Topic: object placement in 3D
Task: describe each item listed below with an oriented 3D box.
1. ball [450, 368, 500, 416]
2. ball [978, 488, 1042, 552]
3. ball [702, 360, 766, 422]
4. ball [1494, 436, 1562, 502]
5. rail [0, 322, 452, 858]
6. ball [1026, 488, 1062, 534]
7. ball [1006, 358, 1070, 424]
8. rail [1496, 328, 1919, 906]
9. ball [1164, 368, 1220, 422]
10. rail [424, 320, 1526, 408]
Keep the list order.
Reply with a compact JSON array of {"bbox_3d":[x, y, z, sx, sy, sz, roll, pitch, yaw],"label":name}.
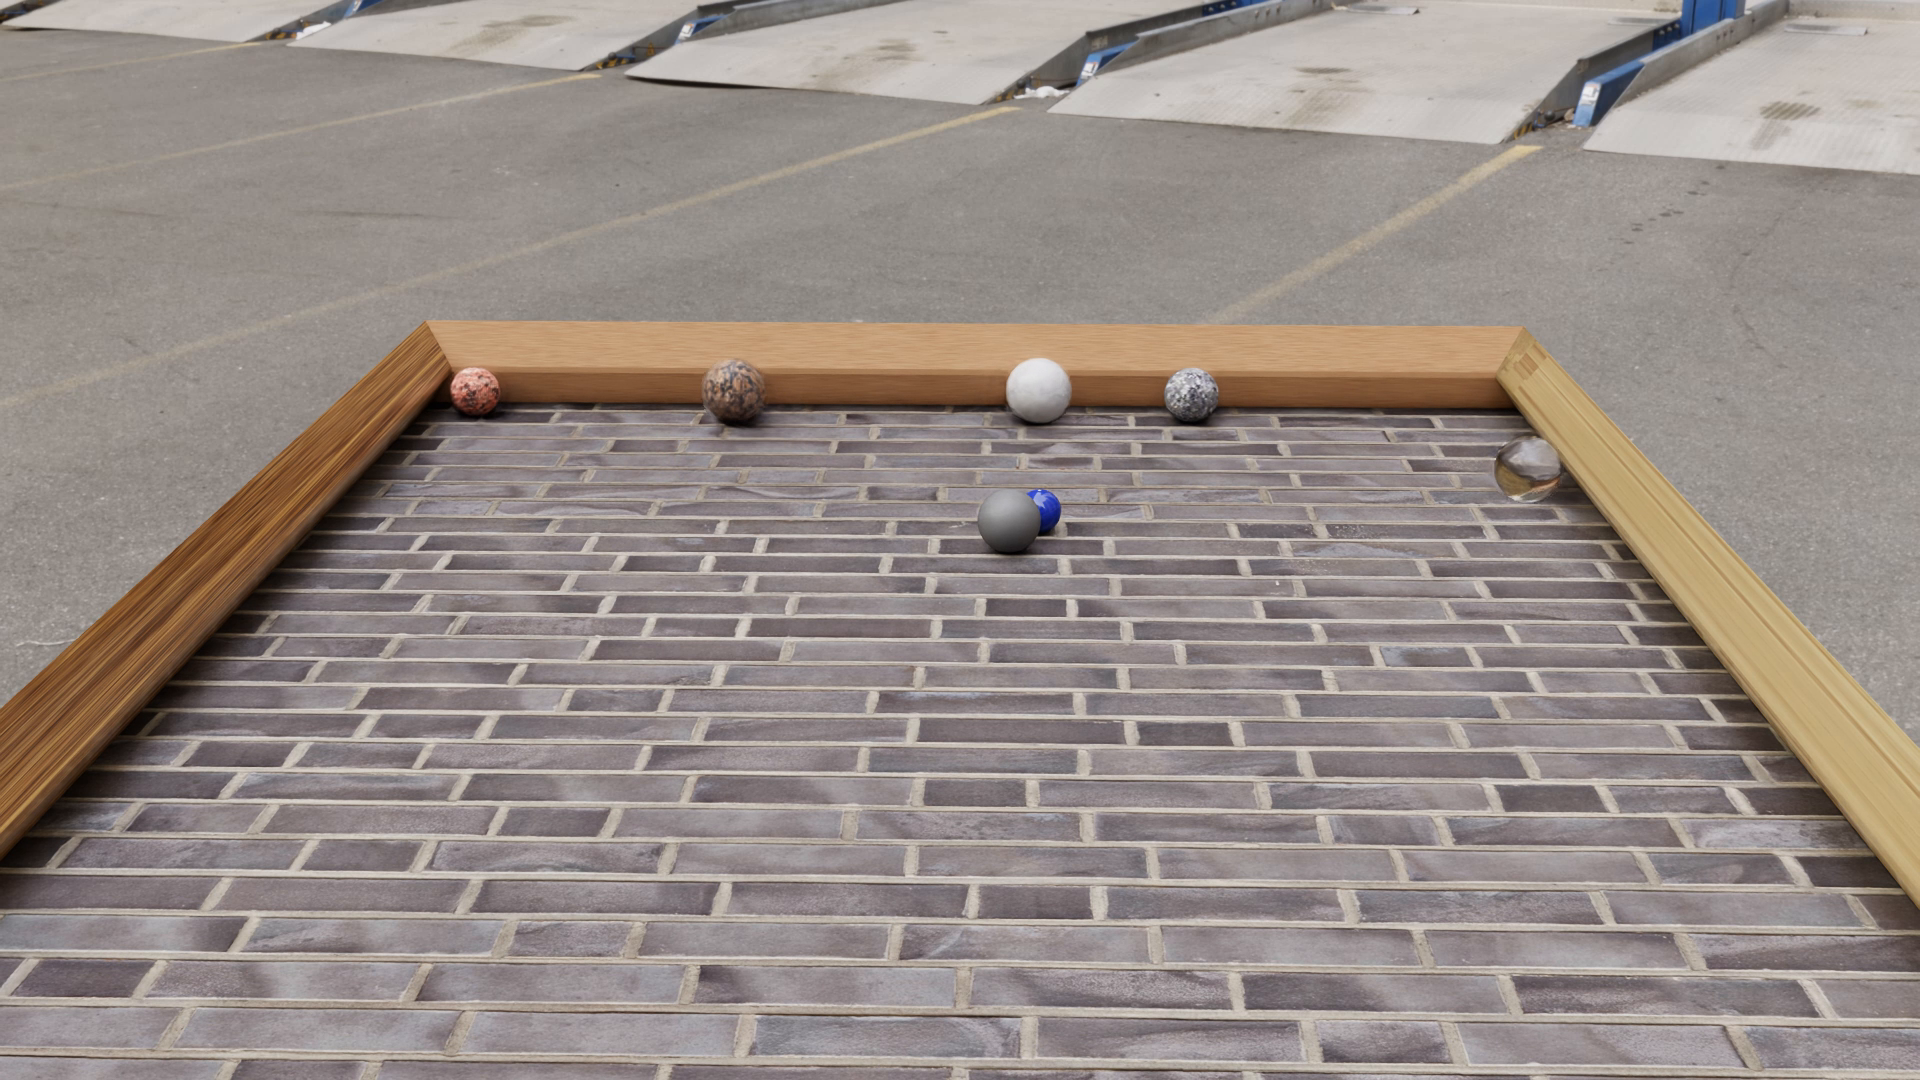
[{"bbox_3d":[-0.684,-0.209,3.101,0.069,0.069,0.069,0,19,0],"label":"ball"},{"bbox_3d":[0.057,-0.022,2.551,0.074,0.074,0.074,0,19,0],"label":"ball"},{"bbox_3d":[-0.315,-0.208,3.069,0.087,0.087,0.087,0,19,0],"label":"ball"},{"bbox_3d":[0.705,-0.088,2.728,0.083,0.083,0.083,0,19,0],"label":"ball"},{"bbox_3d":[-0.775,0.203,1.824,0.045,0.118,2.833,0,19,1],"label":"rail"},{"bbox_3d":[0.095,-0.034,2.619,0.053,0.053,0.053,0,19,0],"label":"ball"},{"bbox_3d":[0.109,-0.208,3.064,0.091,0.091,0.091,0,19,0],"label":"ball"},{"bbox_3d":[0.743,0.215,1.791,0.045,0.118,2.833,0,19,1],"label":"rail"},{"bbox_3d":[0.324,-0.203,3.072,0.076,0.076,0.076,0,19,0],"label":"ball"},{"bbox_3d":[0.016,-0.244,3.124,1.566,0.118,0.045,0,19,1],"label":"rail"}]
